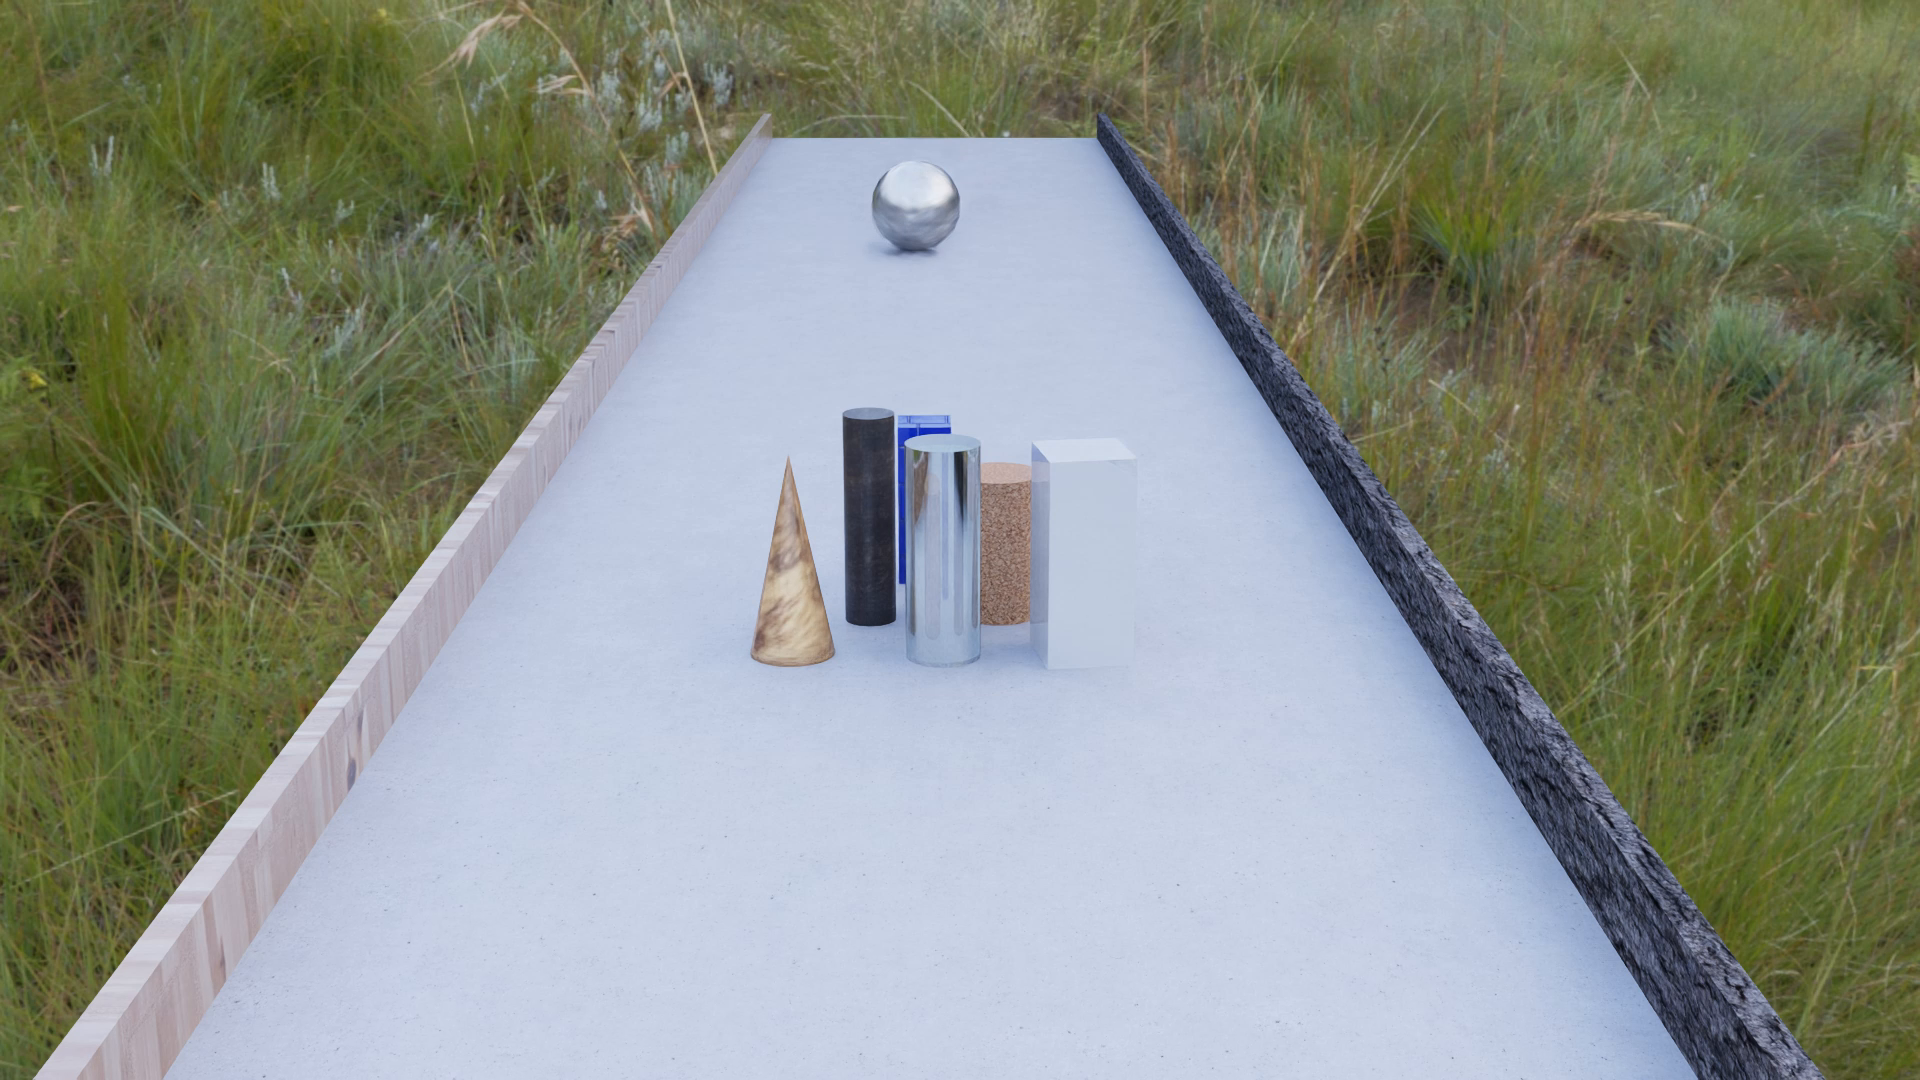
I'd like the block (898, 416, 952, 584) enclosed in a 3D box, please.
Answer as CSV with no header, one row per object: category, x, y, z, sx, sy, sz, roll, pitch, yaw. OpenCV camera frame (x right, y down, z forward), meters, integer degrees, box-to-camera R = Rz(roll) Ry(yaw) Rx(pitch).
block,-0.079,-0.090,4.902,0.117,0.358,0.117,0,17,-1

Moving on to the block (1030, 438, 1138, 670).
block,0.244,0.025,4.397,0.174,0.425,0.174,-3,17,-10

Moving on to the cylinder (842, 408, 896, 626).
cylinder,-0.189,-0.048,4.605,0.108,0.446,0.108,0,17,0

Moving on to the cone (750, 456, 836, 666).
cone,-0.339,0.028,4.400,0.173,0.417,0.173,0,17,0

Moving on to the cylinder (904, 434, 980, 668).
cylinder,-0.034,0.021,4.381,0.151,0.442,0.151,0,17,0

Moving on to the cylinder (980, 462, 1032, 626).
cylinder,0.081,0.007,4.662,0.177,0.309,0.177,0,17,0

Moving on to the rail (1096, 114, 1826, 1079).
rail,0.932,-0.844,7.801,0.050,0.150,12.000,0,17,-1

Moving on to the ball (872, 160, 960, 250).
ball,-0.187,-1.418,9.326,0.380,0.380,0.380,0,17,0

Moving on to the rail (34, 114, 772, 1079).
rail,-1.118,-0.838,7.780,0.050,0.150,12.000,0,17,-1
